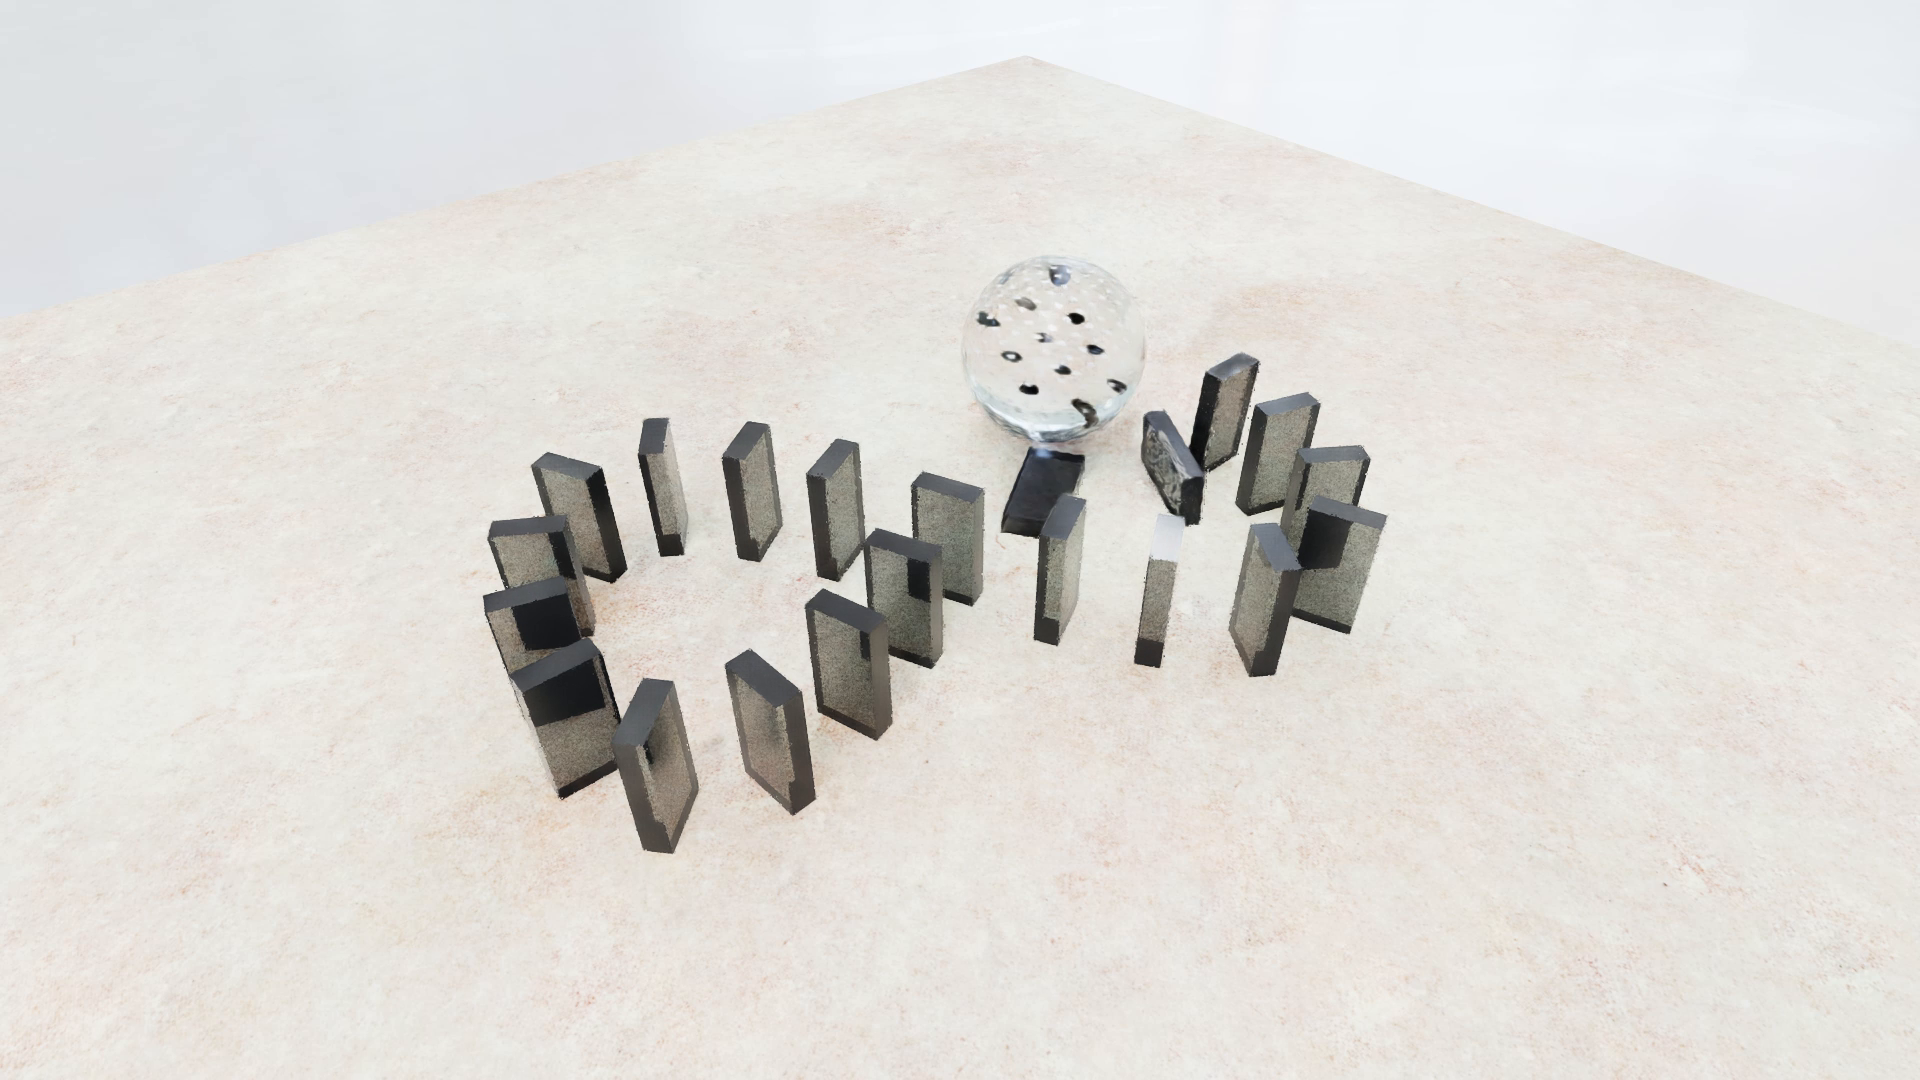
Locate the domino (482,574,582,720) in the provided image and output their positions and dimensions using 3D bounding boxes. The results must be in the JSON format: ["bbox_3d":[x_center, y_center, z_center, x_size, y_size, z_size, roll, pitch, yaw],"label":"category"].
[{"bbox_3d":[-0.139,0.037,0.367,0.025,0.050,0.009,-15,42,-18],"label":"domino"}]

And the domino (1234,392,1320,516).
[{"bbox_3d":[0.131,-0.035,0.454,0.025,0.050,0.010,-15,42,-17],"label":"domino"}]

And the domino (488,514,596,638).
[{"bbox_3d":[-0.149,0.015,0.394,0.025,0.050,0.010,-5,40,-6],"label":"domino"}]

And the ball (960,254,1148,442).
[{"bbox_3d":[0.040,-0.082,0.475,0.080,0.080,0.080,0,39,0],"label":"ball"}]

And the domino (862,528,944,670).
[{"bbox_3d":[-0.019,0.021,0.386,0.025,0.050,0.009,16,42,19],"label":"domino"}]

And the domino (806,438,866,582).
[{"bbox_3d":[-0.047,-0.011,0.425,0.010,0.050,0.025,14,41,17],"label":"domino"}]

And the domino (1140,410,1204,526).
[{"bbox_3d":[0.090,-0.031,0.469,0.009,0.025,0.050,-9,40,-6],"label":"domino"}]

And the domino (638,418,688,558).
[{"bbox_3d":[-0.117,-0.021,0.437,0.010,0.050,0.025,-4,40,-5],"label":"domino"}]

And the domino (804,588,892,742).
[{"bbox_3d":[-0.036,0.041,0.361,0.025,0.050,0.010,22,44,24],"label":"domino"}]

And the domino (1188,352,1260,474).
[{"bbox_3d":[0.114,-0.054,0.477,0.025,0.050,0.009,-29,50,-31],"label":"domino"}]

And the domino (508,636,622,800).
[{"bbox_3d":[-0.120,0.056,0.343,0.025,0.050,0.010,-28,47,-30],"label":"domino"}]

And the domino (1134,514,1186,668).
[{"bbox_3d":[0.070,0.018,0.389,0.010,0.050,0.025,10,40,12],"label":"domino"}]

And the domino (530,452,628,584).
[{"bbox_3d":[-0.145,-0.008,0.421,0.025,0.050,0.010,15,42,17],"label":"domino"}]

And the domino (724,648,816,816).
[{"bbox_3d":[-0.058,0.060,0.339,0.025,0.050,0.009,32,49,33],"label":"domino"}]

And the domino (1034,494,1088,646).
[{"bbox_3d":[0.036,0.011,0.398,0.009,0.050,0.025,14,41,17],"label":"domino"}]

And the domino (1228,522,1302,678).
[{"bbox_3d":[0.106,0.021,0.385,0.010,0.050,0.025,-4,40,-5],"label":"domino"}]

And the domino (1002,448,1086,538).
[{"bbox_3d":[0.036,-0.020,0.468,0.025,0.010,0.050,10,40,12],"label":"domino"}]

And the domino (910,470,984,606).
[{"bbox_3d":[-0.004,0.000,0.411,0.025,0.050,0.009,17,42,20],"label":"domino"}]

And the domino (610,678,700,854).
[{"bbox_3d":[-0.090,0.068,0.329,0.010,0.050,0.025,5,40,6],"label":"domino"}]

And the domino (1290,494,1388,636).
[{"bbox_3d":[0.136,0.010,0.400,0.025,0.050,0.009,19,43,22],"label":"domino"}]

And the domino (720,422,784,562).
[{"bbox_3d":[-0.081,-0.019,0.434,0.010,0.050,0.025,9,40,11],"label":"domino"}]

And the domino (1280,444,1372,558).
[{"bbox_3d":[0.140,-0.013,0.427,0.025,0.050,0.009,-4,39,-5],"label":"domino"}]
